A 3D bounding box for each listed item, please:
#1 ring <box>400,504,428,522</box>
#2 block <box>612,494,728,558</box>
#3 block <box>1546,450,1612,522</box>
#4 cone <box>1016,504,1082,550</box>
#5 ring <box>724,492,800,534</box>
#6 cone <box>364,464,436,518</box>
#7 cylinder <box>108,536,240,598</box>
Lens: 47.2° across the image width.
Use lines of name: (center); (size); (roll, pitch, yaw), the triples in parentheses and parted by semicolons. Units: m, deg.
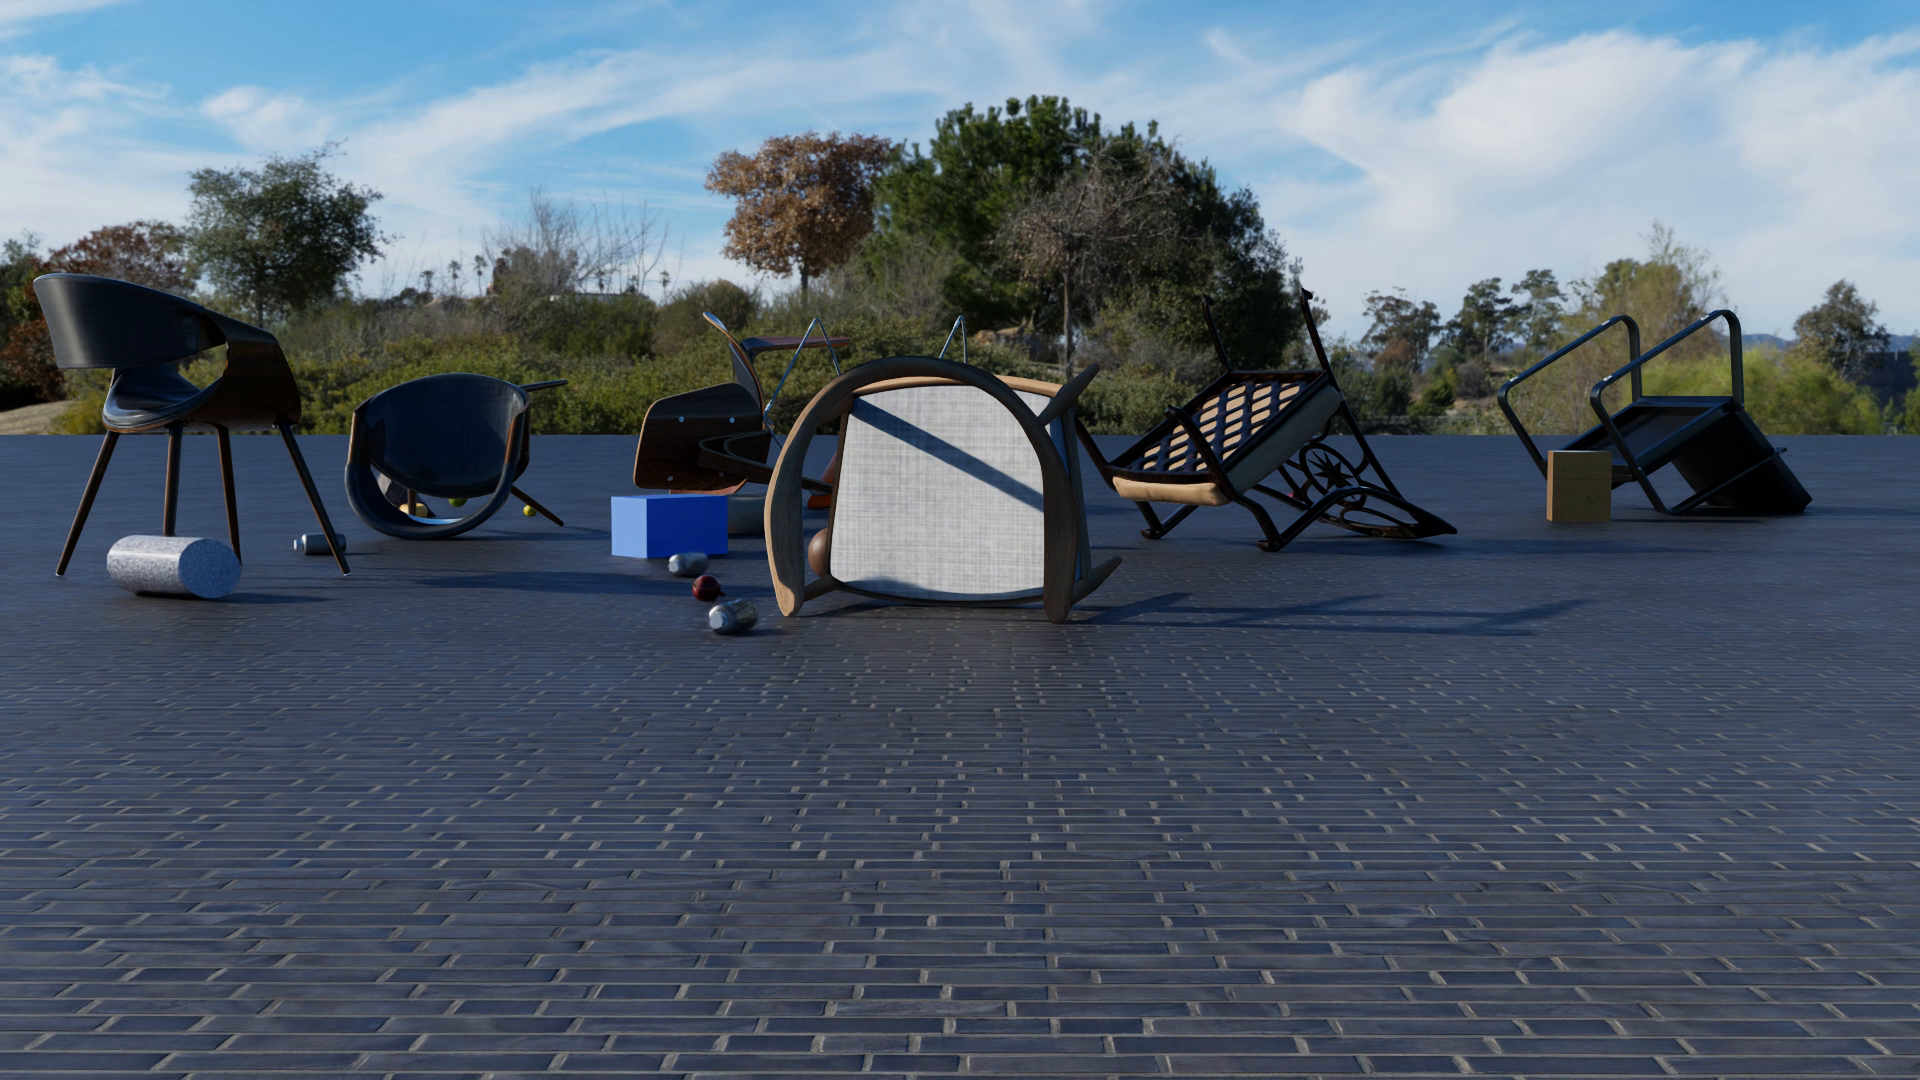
ring: (-1.859, -0.092, 7.479); (0.095, 0.057, 0.213); (1, 4, -13)
block: (-0.789, -0.040, 5.980); (0.265, 0.158, 0.166); (-4, 5, -42)
block: (2.121, -0.186, 7.535); (0.193, 0.236, 0.165); (1, 4, 9)
cone: (0.210, -0.009, 6.220); (0.215, 0.133, 0.171); (-3, 22, 46)
ring: (-0.653, -0.085, 6.963); (0.288, 0.114, 0.333); (2, 5, 12)
cone: (-1.943, -0.128, 7.735); (0.221, 0.200, 0.245); (26, -26, -26)
cylinder: (-1.704, 0.057, 4.766); (0.225, 0.127, 0.169); (2, -8, 30)
